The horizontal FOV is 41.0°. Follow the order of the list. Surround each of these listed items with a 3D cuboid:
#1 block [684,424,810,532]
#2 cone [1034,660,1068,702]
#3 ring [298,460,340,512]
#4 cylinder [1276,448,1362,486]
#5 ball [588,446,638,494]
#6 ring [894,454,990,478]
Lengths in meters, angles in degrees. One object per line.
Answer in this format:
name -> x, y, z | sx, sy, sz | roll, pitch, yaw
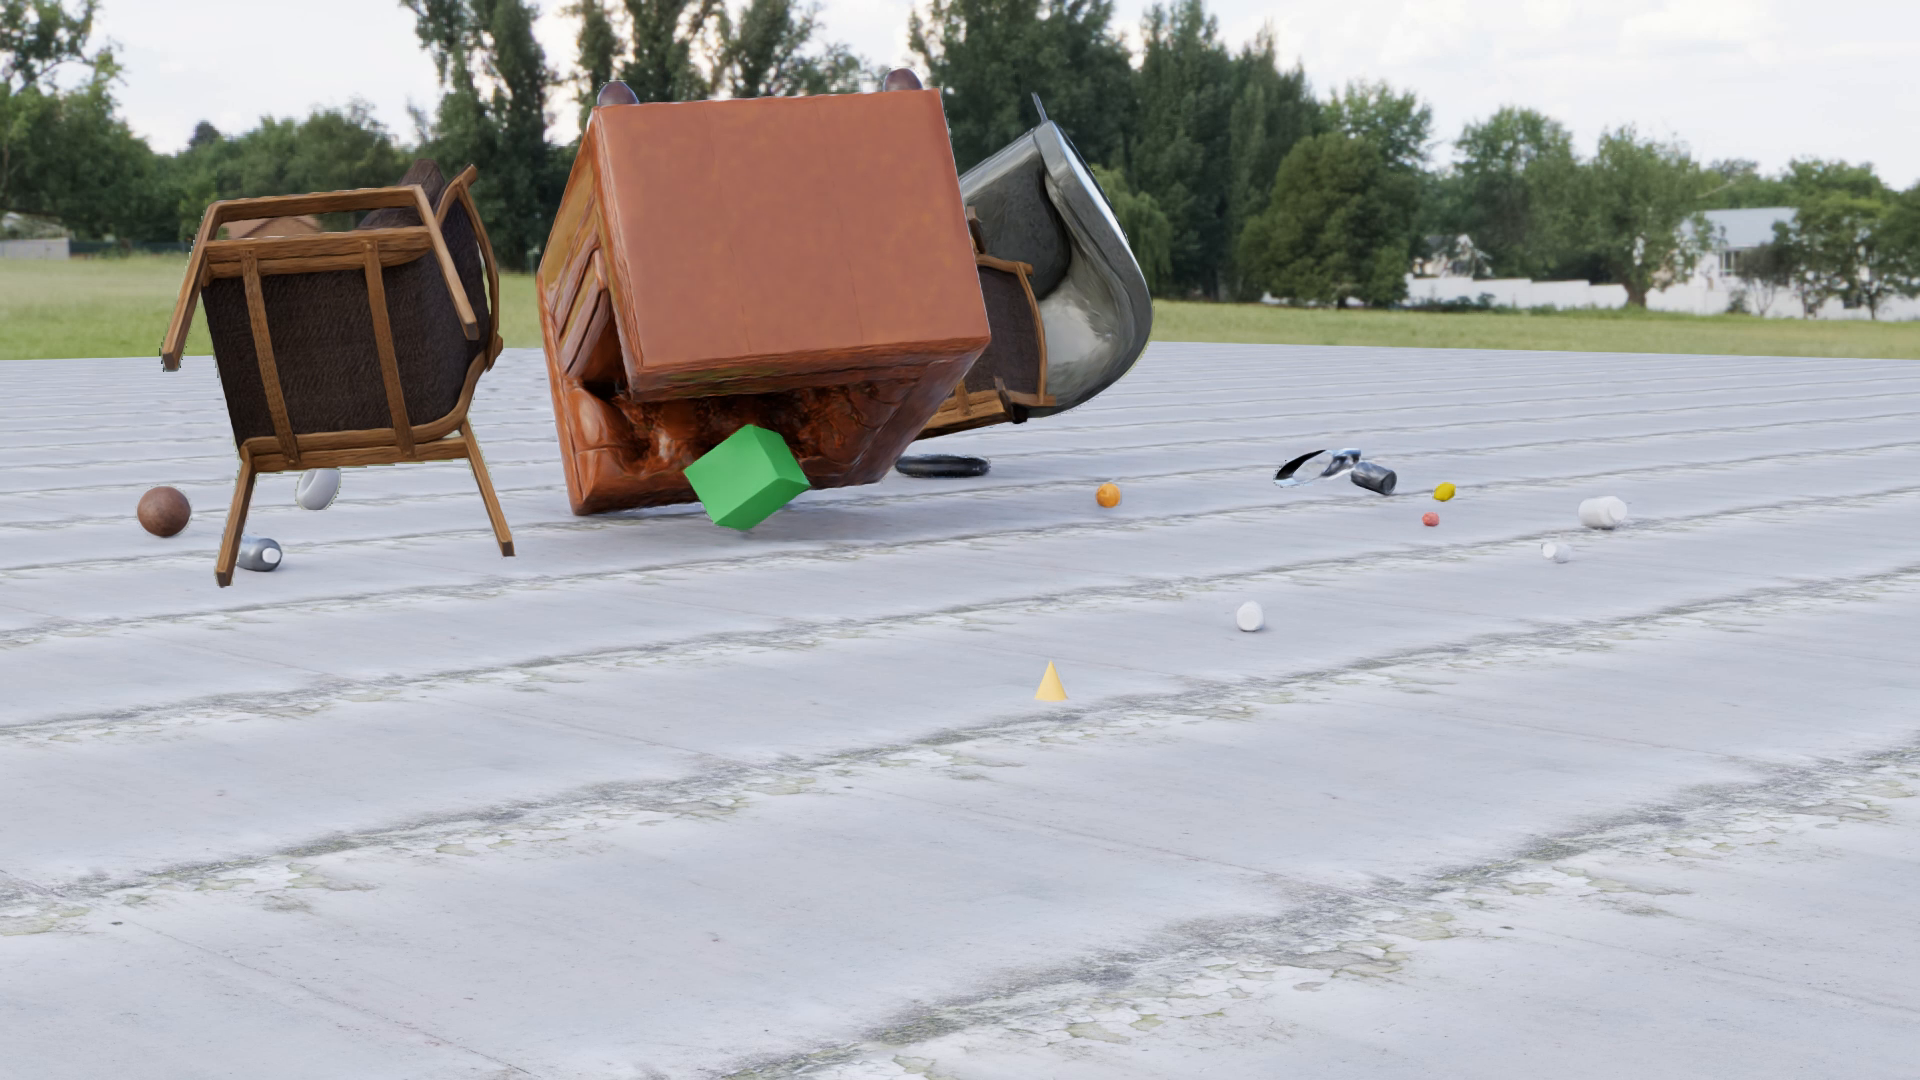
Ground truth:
block -> -0.526, -0.153, 6.358 | 0.204, 0.160, 0.197 | -35, -15, 13
cone -> 0.142, 0.217, 4.006 | 0.051, 0.062, 0.057 | -4, 7, -33
ring -> -1.800, -0.152, 7.197 | 0.094, 0.150, 0.078 | 0, -29, 44
cylinder -> 1.005, -0.204, 7.188 | 0.192, 0.072, 0.176 | -26, -11, 34
ball -> -1.046, -0.211, 7.727 | 0.150, 0.150, 0.150 | 0, 6, 0
ring -> -0.059, -0.246, 8.481 | 0.314, 0.066, 0.389 | 2, 5, 12
